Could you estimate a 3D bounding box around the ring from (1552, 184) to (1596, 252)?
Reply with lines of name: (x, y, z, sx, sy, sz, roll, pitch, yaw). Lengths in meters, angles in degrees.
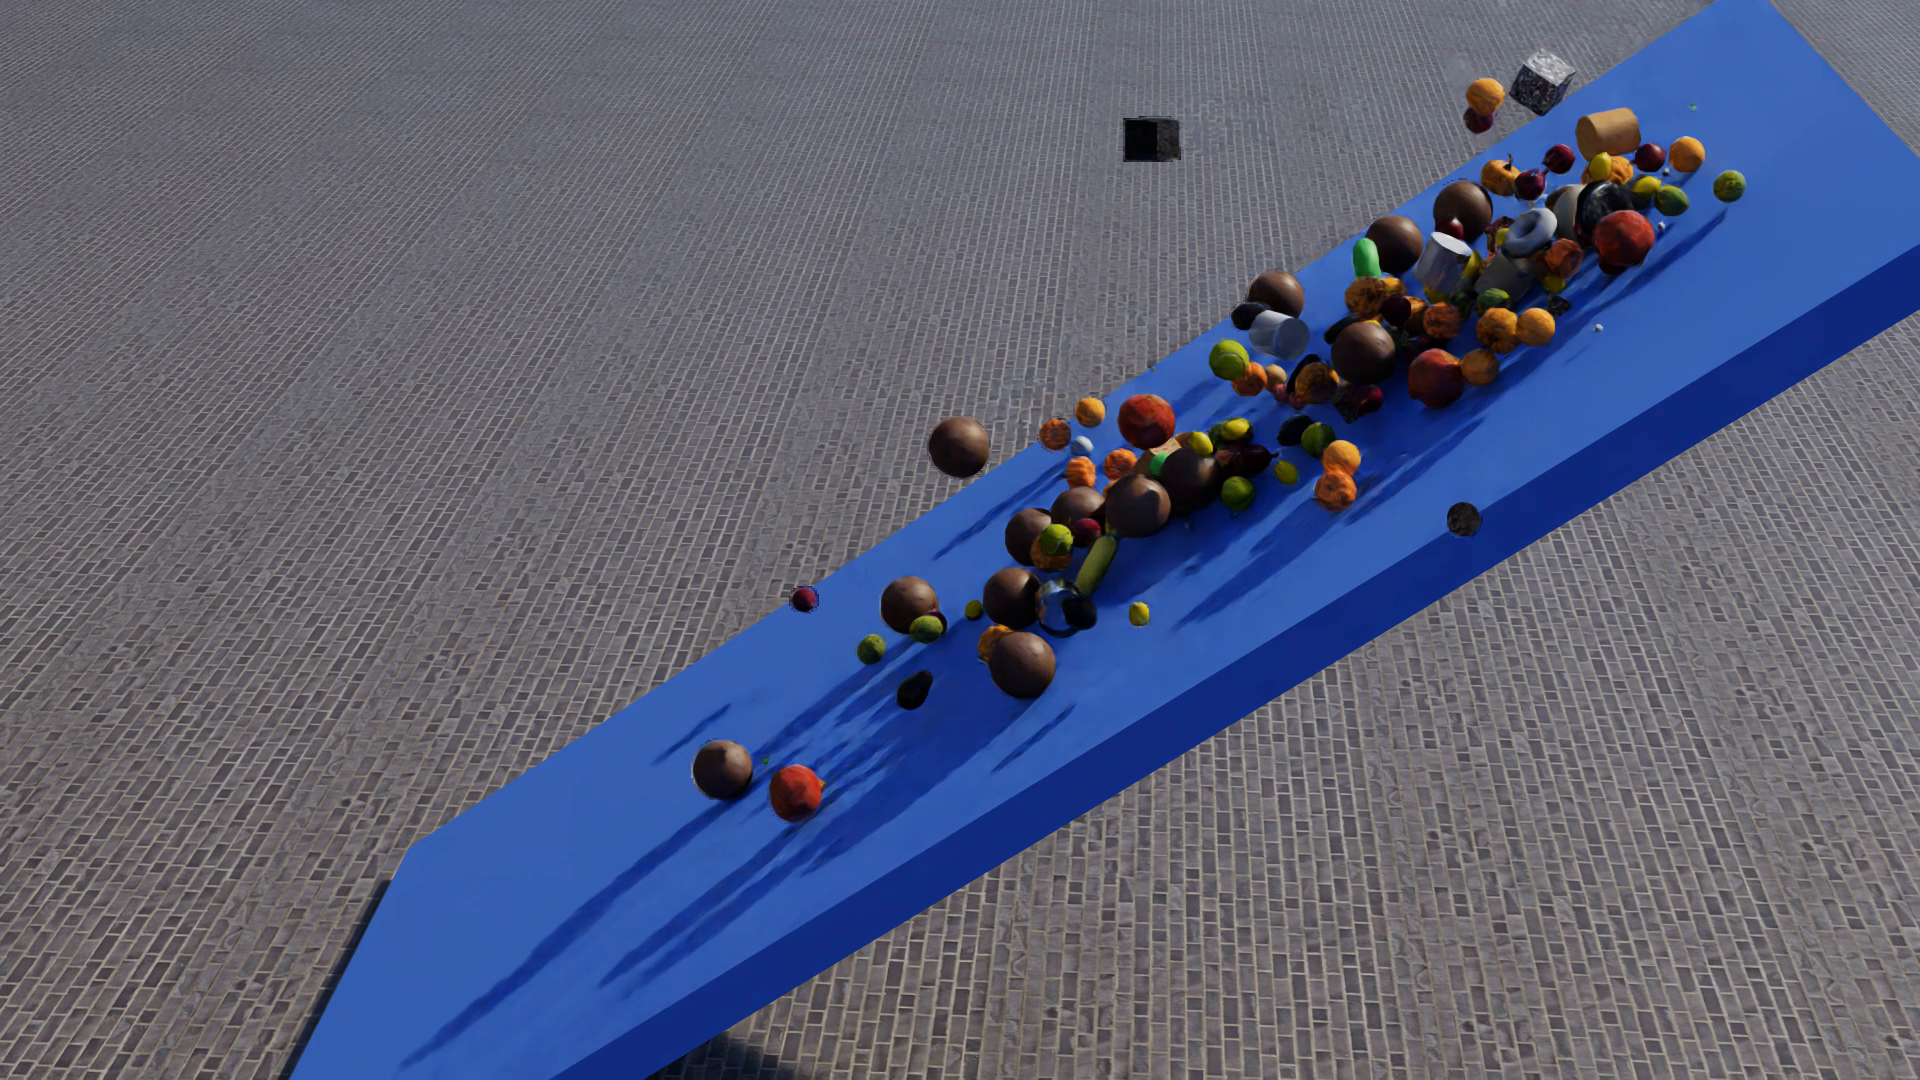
ring: (1.230, -0.637, 5.832, 0.136, 0.136, 0.045, -13, 16, -30)

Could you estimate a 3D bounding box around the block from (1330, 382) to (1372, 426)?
block: (0.783, -0.274, 5.900, 0.055, 0.055, 0.055, -35, 15, 9)

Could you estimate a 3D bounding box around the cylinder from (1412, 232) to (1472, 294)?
cylinder: (0.969, -0.556, 5.910, 0.091, 0.091, 0.091, 19, 26, -10)

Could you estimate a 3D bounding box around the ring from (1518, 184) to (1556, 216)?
ring: (1.196, -0.688, 6.049, 0.095, 0.095, 0.032, 1, 21, 3)

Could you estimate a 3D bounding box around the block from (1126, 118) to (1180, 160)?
block: (0.396, -0.823, 6.039, 0.079, 0.079, 0.079, 9, 15, 41)

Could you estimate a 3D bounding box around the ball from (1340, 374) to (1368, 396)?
ball: (0.799, -0.308, 5.964, 0.055, 0.055, 0.055, 0, 22, 0)

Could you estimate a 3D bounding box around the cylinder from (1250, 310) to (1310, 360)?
cylinder: (0.645, -0.413, 5.944, 0.088, 0.088, 0.088, -10, 18, -25)

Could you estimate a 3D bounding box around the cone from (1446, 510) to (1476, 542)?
cone: (0.875, -0.038, 5.062, 0.060, 0.060, 0.060, 14, 35, 32)

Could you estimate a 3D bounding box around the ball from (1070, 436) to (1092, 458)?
ball: (0.282, -0.215, 6.834, 0.052, 0.052, 0.052, 0, 22, 0)

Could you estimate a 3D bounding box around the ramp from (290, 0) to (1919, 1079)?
ramp: (0.134, 0.175, 6.309, 4.000, 0.100, 2.000, -33, 16, 15)

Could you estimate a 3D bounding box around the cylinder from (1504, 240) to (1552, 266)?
cylinder: (1.153, -0.592, 5.982, 0.072, 0.072, 0.072, 19, 52, 39)

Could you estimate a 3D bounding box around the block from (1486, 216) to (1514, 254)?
block: (1.123, -0.624, 6.053, 0.055, 0.055, 0.055, 13, -29, -27)

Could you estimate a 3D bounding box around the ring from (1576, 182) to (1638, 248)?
ring: (1.246, -0.627, 5.665, 0.139, 0.139, 0.046, -16, -9, -35)

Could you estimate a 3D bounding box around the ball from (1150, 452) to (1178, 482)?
ball: (0.422, -0.151, 6.090, 0.058, 0.058, 0.058, 0, 22, 0)

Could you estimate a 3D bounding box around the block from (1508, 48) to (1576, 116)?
block: (1.182, -0.929, 5.970, 0.083, 0.083, 0.083, 37, 50, 16)

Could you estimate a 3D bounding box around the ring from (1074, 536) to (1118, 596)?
ring: (0.277, 0.053, 5.995, 0.046, 0.137, 0.137, 29, 26, 5)

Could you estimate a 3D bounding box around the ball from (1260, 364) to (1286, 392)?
ball: (0.676, -0.349, 6.349, 0.058, 0.058, 0.058, 0, 22, 0)

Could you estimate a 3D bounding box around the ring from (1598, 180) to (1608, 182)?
ring: (1.274, -0.673, 5.759, 0.027, 0.081, 0.081, -48, 38, -10)

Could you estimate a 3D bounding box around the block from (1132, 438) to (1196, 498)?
block: (0.428, -0.151, 6.182, 0.080, 0.080, 0.080, -21, 67, -40)

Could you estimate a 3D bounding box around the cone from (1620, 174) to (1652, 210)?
cone: (1.321, -0.690, 5.837, 0.074, 0.074, 0.074, -2, 21, -22)

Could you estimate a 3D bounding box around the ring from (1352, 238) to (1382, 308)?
ring: (0.853, -0.557, 6.152, 0.050, 0.149, 0.149, -7, 21, 6)

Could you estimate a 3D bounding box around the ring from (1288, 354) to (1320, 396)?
ring: (0.726, -0.347, 6.203, 0.033, 0.100, 0.100, 34, 33, 16)

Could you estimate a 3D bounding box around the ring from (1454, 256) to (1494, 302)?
ring: (1.071, -0.540, 6.067, 0.126, 0.042, 0.126, -37, 12, 9)

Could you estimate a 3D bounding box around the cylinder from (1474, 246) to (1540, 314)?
cylinder: (1.080, -0.514, 5.814, 0.093, 0.093, 0.093, 26, 26, -14)

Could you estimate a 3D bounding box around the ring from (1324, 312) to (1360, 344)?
ring: (0.772, -0.428, 5.939, 0.086, 0.029, 0.086, -35, -6, -5)

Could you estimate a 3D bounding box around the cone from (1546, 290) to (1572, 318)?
cone: (1.142, -0.462, 5.665, 0.052, 0.052, 0.052, -34, 16, 11)

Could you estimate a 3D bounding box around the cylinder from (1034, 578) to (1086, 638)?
cylinder: (0.201, 0.137, 5.889, 0.098, 0.098, 0.098, -1, 14, -2)

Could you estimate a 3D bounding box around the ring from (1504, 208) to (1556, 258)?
ring: (1.120, -0.604, 5.776, 0.117, 0.039, 0.117, -37, 27, 23)

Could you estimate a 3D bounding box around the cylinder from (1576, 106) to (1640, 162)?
cylinder: (1.328, -0.831, 6.027, 0.095, 0.095, 0.095, -14, 24, -13)

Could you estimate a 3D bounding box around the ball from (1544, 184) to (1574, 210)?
ball: (1.235, -0.670, 5.964, 0.100, 0.100, 0.100, 0, 22, 0)
